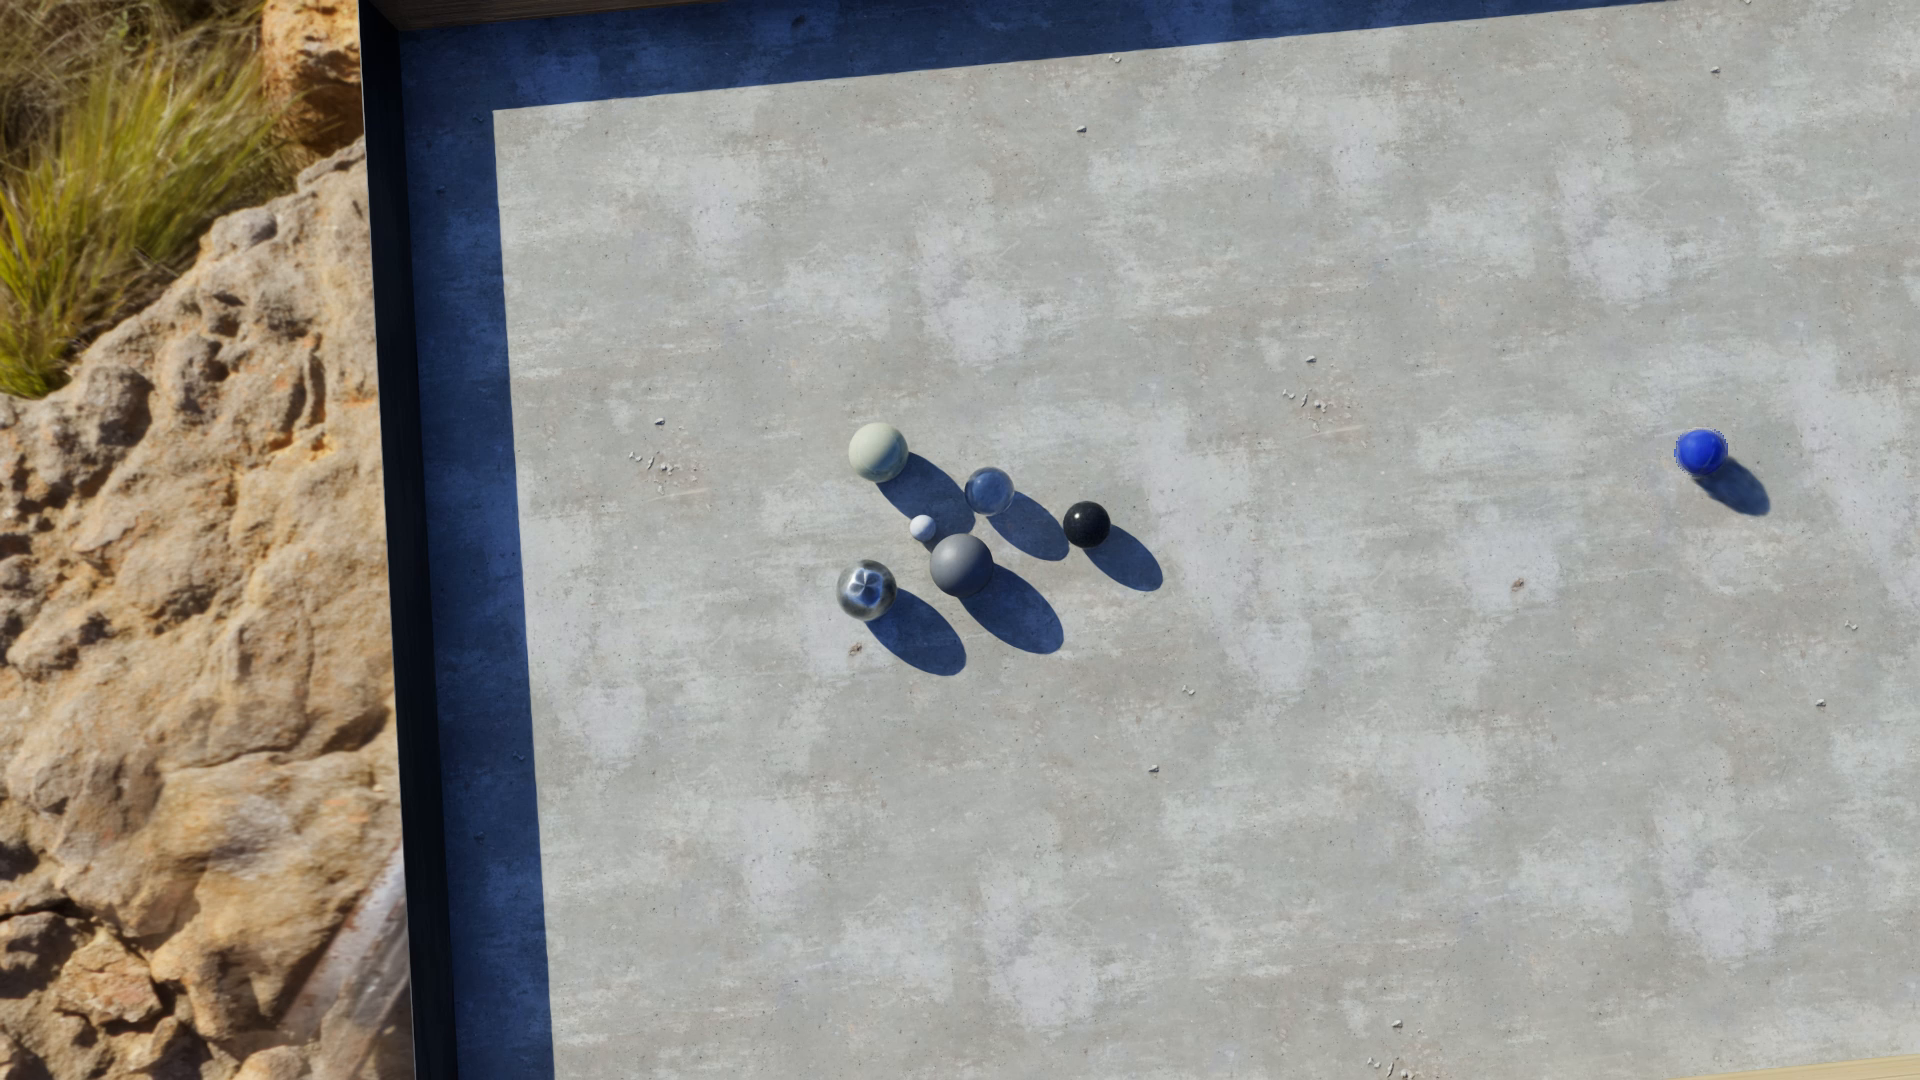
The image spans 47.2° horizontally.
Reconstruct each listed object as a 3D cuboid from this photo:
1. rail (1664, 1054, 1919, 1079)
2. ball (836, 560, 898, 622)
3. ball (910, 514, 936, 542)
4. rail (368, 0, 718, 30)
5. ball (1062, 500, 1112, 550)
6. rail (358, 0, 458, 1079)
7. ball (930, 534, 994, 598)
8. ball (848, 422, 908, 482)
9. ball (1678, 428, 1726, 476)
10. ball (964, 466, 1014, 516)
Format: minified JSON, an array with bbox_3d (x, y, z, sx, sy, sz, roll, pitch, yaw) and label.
[{"bbox_3d":[0.915,0.795,3.115,3.325,0.124,0.045,-6,80,-1],"label":"rail"},{"bbox_3d":[-0.139,0.075,3.259,0.092,0.092,0.092,0,80,0],"label":"ball"},{"bbox_3d":[-0.056,-0.018,3.302,0.040,0.040,0.040,0,80,0],"label":"ball"},{"bbox_3d":[0.740,-0.964,3.424,3.325,0.124,0.045,-6,80,-1],"label":"rail"},{"bbox_3d":[0.189,-0.023,3.286,0.072,0.072,0.072,0,80,0],"label":"ball"},{"bbox_3d":[-0.804,0.073,3.242,0.045,0.124,1.842,-6,80,-1],"label":"rail"},{"bbox_3d":[0.002,0.038,3.264,0.096,0.096,0.096,0,80,0],"label":"ball"},{"bbox_3d":[-0.122,-0.131,3.296,0.090,0.090,0.090,0,80,0],"label":"ball"},{"bbox_3d":[1.115,-0.132,3.307,0.070,0.070,0.070,0,80,0],"label":"ball"},{"bbox_3d":[0.044,-0.073,3.293,0.076,0.076,0.076,0,80,0],"label":"ball"}]
